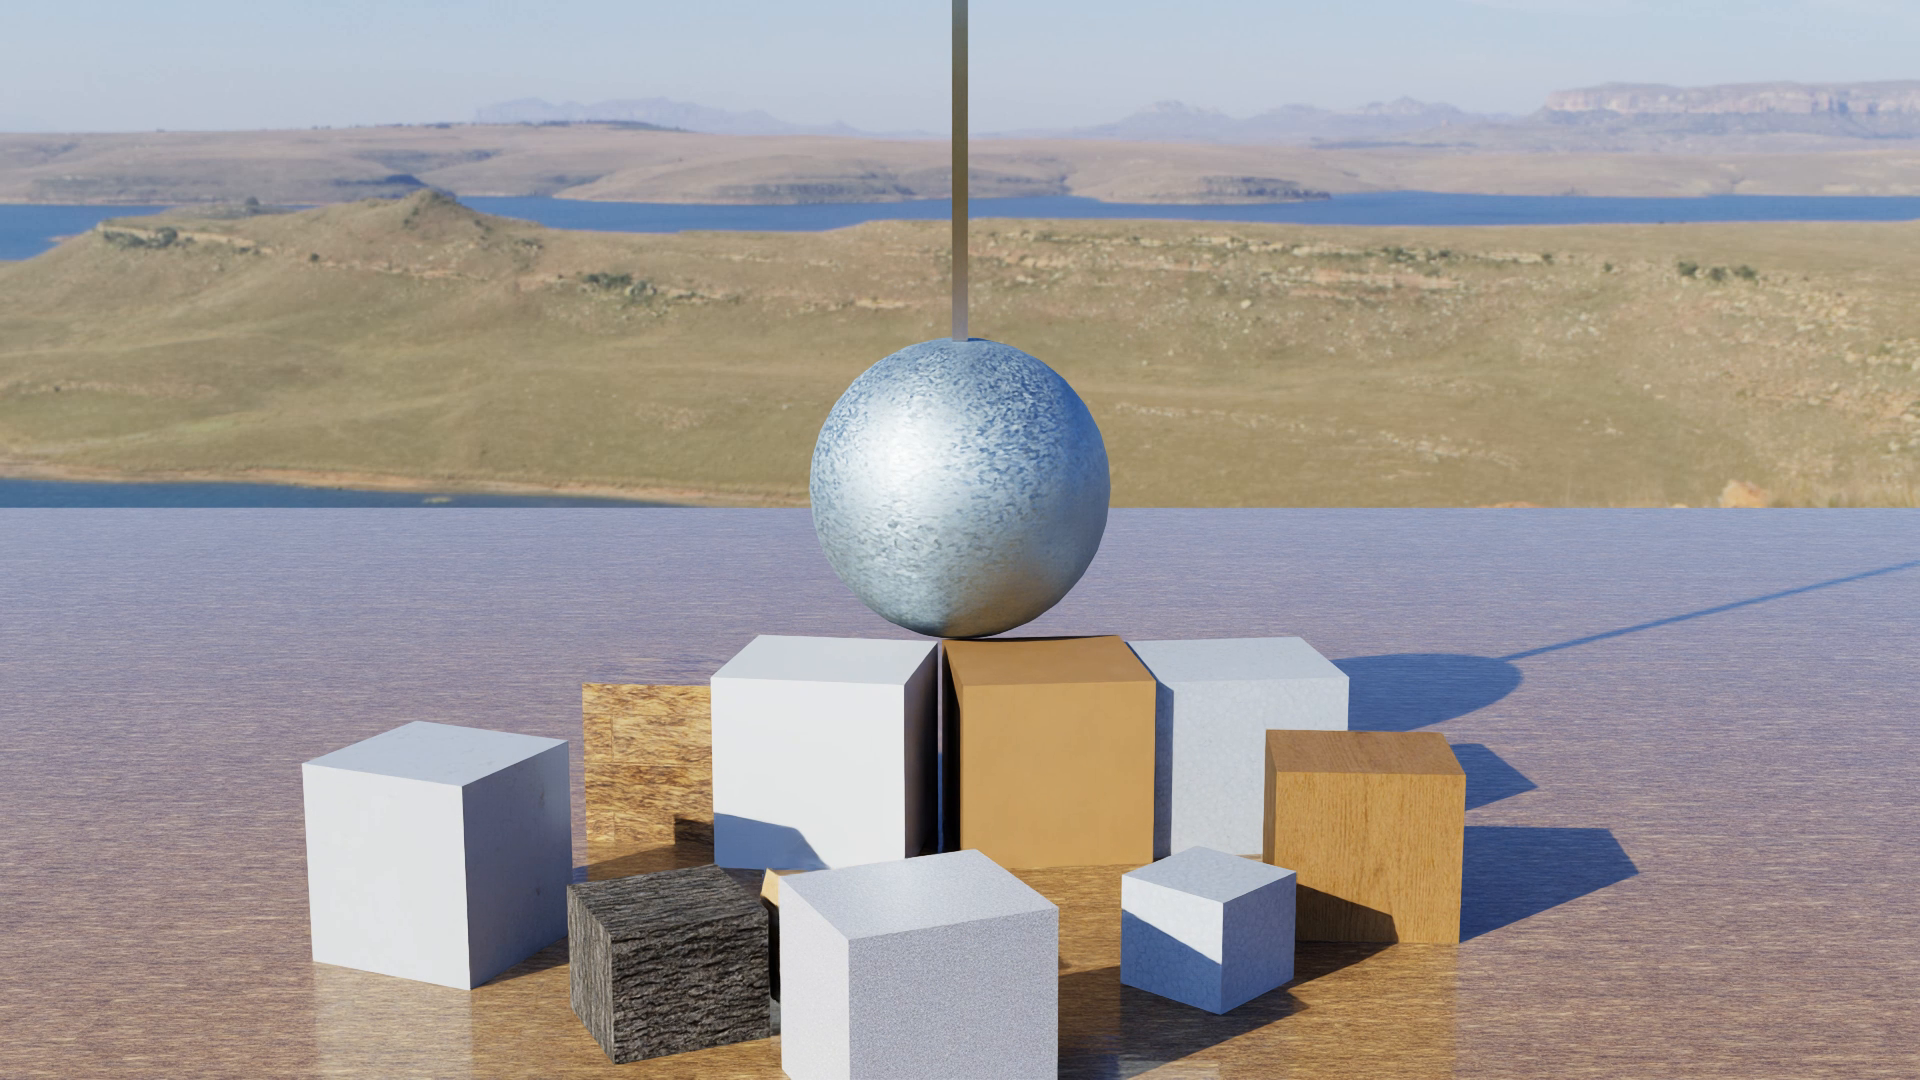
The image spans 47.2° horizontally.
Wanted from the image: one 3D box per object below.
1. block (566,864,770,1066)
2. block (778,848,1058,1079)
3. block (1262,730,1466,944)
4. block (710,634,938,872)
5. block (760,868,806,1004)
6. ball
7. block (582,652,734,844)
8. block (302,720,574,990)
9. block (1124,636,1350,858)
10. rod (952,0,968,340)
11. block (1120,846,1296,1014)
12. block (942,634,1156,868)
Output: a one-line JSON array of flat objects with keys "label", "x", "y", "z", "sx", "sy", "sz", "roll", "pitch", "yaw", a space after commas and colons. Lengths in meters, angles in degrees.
[{"label": "block", "x": -1.174, "y": 1.686, "z": 8.821, "sx": 0.636, "sy": 0.526, "sz": 0.631, "roll": -5, "pitch": 11, "yaw": -25}, {"label": "block", "x": -0.163, "y": 1.677, "z": 8.193, "sx": 0.815, "sy": 0.769, "sz": 0.732, "roll": -5, "pitch": 11, "yaw": -23}, {"label": "block", "x": 1.824, "y": 1.339, "z": 10.041, "sx": 0.820, "sy": 0.773, "sz": 0.709, "roll": 1, "pitch": 10, "yaw": 4}, {"label": "block", "x": -0.658, "y": 1.062, "z": 11.058, "sx": 0.947, "sy": 0.954, "sz": 0.936, "roll": 2, "pitch": 10, "yaw": 9}, {"label": "block", "x": -0.523, "y": 1.639, "z": 8.927, "sx": 0.470, "sy": 0.455, "sz": 0.464, "roll": 10, "pitch": 6, "yaw": -36}, {"label": "ball", "x": 0.000, "y": -0.274, "z": 11.668, "sx": 1.600, "sy": 1.600, "sz": 1.600, "roll": 0, "pitch": 10, "yaw": 0}, {"label": "block", "x": -1.488, "y": 1.069, "z": 11.384, "sx": 0.750, "sy": 0.824, "sz": 0.677, "roll": 1, "pitch": 10, "yaw": 6}, {"label": "block", "x": -2.269, "y": 1.356, "z": 9.633, "sx": 0.829, "sy": 0.885, "sz": 0.771, "roll": 5, "pitch": 11, "yaw": 24}, {"label": "block", "x": 1.383, "y": 1.046, "z": 11.315, "sx": 0.974, "sy": 0.893, "sz": 0.907, "roll": -1, "pitch": 10, "yaw": -7}, {"label": "rod", "x": 0.000, "y": -3.553, "z": 10.767, "sx": 0.080, "sy": 5.200, "sz": 0.080, "roll": 0, "pitch": 15, "yaw": 0}, {"label": "block", "x": 1.047, "y": 1.631, "z": 9.264, "sx": 0.516, "sy": 0.476, "sz": 0.528, "roll": 9, "pitch": 14, "yaw": 42}, {"label": "block", "x": 0.427, "y": 1.055, "z": 11.184, "sx": 0.938, "sy": 0.922, "sz": 1.014, "roll": -1, "pitch": 10, "yaw": -6}]
